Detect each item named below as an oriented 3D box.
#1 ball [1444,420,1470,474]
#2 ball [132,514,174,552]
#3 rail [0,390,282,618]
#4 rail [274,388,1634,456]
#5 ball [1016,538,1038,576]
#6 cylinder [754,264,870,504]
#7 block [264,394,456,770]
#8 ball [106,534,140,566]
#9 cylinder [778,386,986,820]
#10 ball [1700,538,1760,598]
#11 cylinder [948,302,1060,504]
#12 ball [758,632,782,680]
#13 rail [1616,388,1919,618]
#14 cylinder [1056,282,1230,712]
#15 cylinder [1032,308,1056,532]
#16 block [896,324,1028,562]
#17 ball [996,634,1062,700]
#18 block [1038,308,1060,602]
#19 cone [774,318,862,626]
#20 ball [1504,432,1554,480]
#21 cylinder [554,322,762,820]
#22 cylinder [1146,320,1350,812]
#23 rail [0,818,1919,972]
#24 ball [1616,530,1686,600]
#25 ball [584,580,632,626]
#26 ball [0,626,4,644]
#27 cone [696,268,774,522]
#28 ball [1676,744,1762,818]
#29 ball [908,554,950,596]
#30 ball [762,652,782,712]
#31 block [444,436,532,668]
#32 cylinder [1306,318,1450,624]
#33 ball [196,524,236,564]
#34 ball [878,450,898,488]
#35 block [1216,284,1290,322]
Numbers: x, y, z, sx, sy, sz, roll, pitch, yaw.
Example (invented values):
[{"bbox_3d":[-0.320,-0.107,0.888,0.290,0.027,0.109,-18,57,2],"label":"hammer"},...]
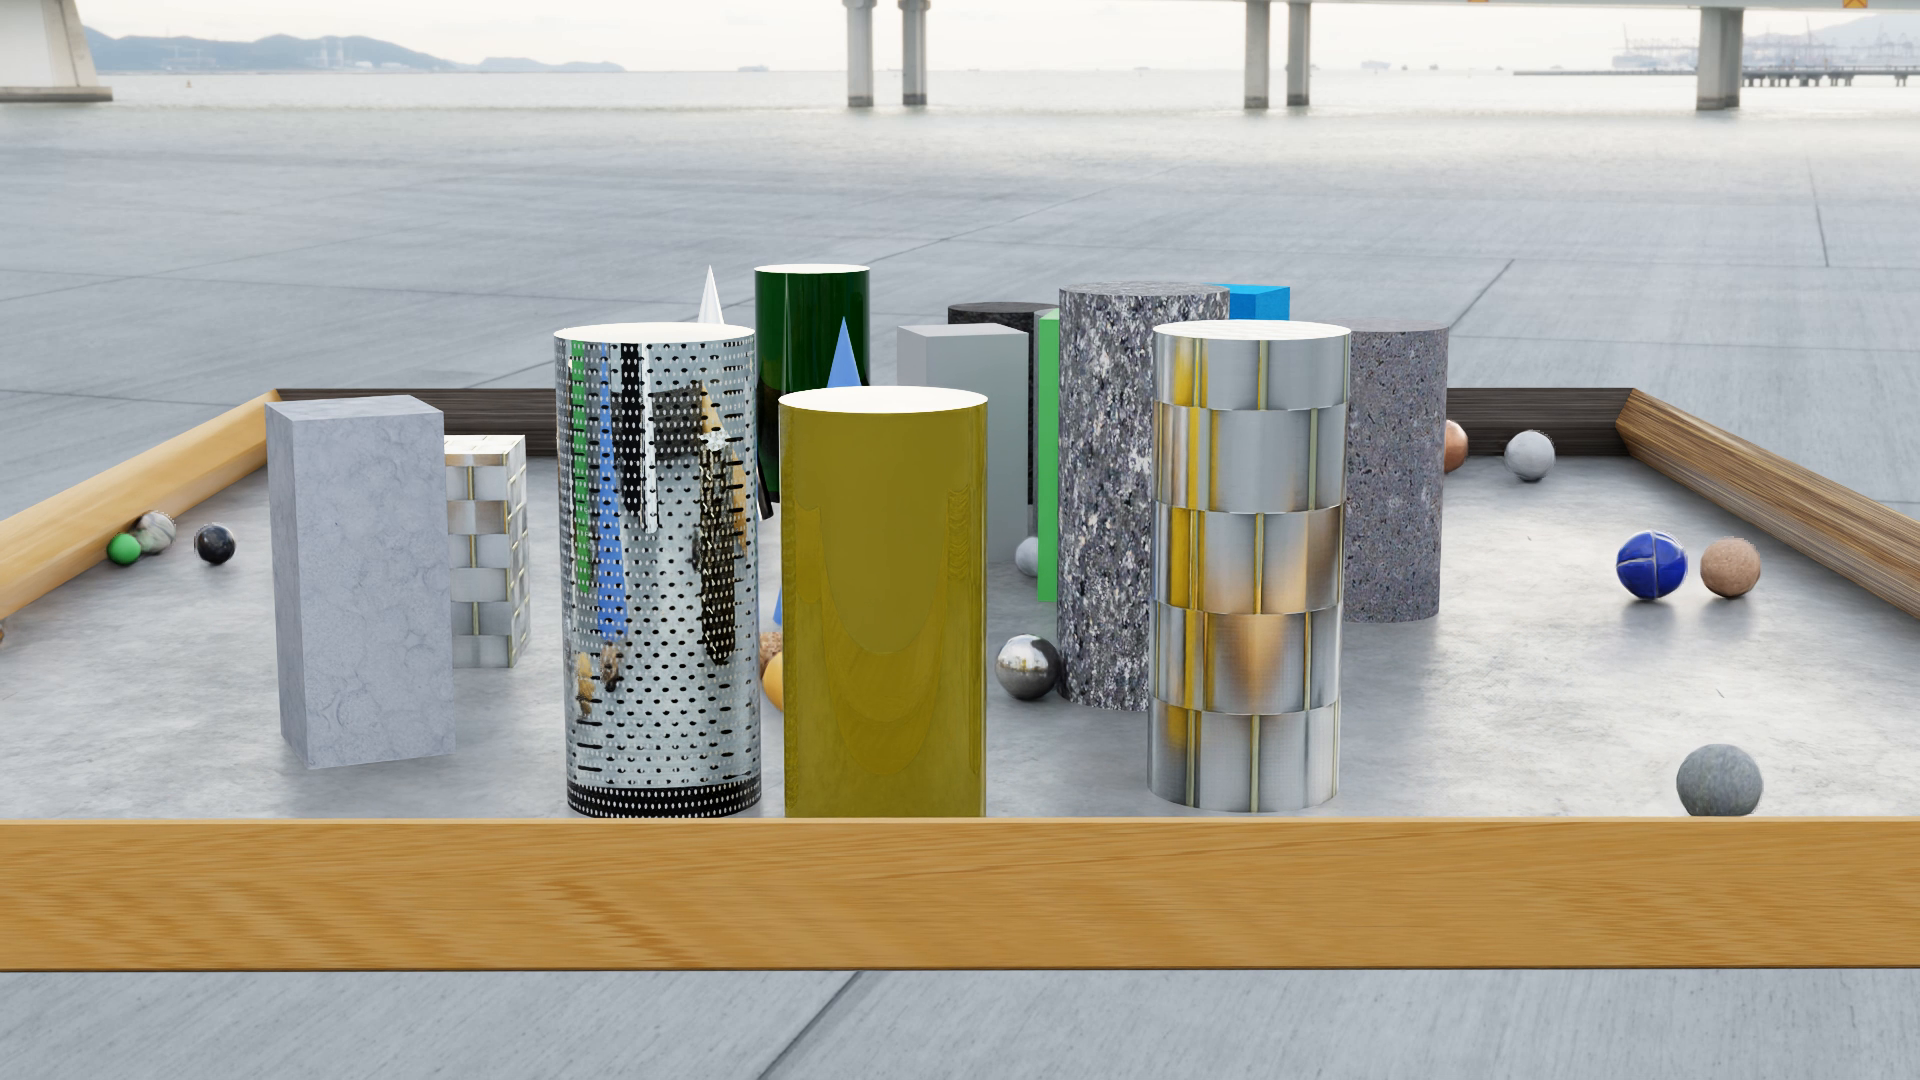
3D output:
[{"bbox_3d":[0.866,-0.168,4.613,0.097,0.097,0.097,0,11,0],"label":"ball"},{"bbox_3d":[-1.216,-0.011,3.868,0.059,0.059,0.059,0,11,0],"label":"ball"},{"bbox_3d":[-1.252,0.034,3.442,0.045,0.127,2.793,0,11,0],"label":"rail"},{"bbox_3d":[-0.008,-0.218,4.799,2.551,0.127,0.045,0,11,0],"label":"rail"},{"bbox_3d":[0.109,0.024,3.693,0.056,0.056,0.056,0,11,0],"label":"ball"},{"bbox_3d":[-0.249,-0.267,4.352,0.195,0.387,0.195,0,11,0],"label":"cylinder"},{"bbox_3d":[-0.643,0.040,2.751,0.156,0.368,0.156,-5,12,-25],"label":"block"},{"bbox_3d":[-1.229,0.015,3.770,0.047,0.047,0.047,0,11,0],"label":"ball"},{"bbox_3d":[-0.072,0.074,2.433,0.195,0.418,0.195,0,11,0],"label":"cylinder"},{"bbox_3d":[1.064,0.039,3.545,0.081,0.081,0.081,0,11,0],"label":"ball"},{"bbox_3d":[0.077,-0.234,4.355,0.195,0.323,0.195,0,11,0],"label":"cylinder"},{"bbox_3d":[-0.225,0.139,3.058,0.061,0.061,0.061,0,11,0],"label":"ball"},{"bbox_3d":[1.252,0.031,3.456,0.045,0.127,2.793,0,11,0],"label":"rail"},{"bbox_3d":[0.211,-0.055,2.978,0.195,0.473,0.195,0,11,0],"label":"cylinder"},{"bbox_3d":[0.213,-0.186,4.041,0.195,0.343,0.195,0,11,0],"label":"cylinder"},{"bbox_3d":[0.003,-0.146,3.835,0.156,0.338,0.156,-3,11,-17],"label":"block"},{"bbox_3d":[0.080,0.147,2.979,0.076,0.076,0.076,0,11,0],"label":"ball"},{"bbox_3d":[0.198,-0.118,3.552,0.156,0.388,0.156,2,11,10],"label":"block"},{"bbox_3d":[-0.152,-0.095,3.383,0.195,0.403,0.195,0,11,0],"label":"cone"},{"bbox_3d":[1.009,-0.150,4.546,0.086,0.086,0.086,0,11,0],"label":"ball"},{"bbox_3d":[-0.297,0.028,2.543,0.195,0.468,0.195,0,11,0],"label":"cylinder"},{"bbox_3d":[0.288,0.021,2.581,0.195,0.467,0.195,0,11,0],"label":"cylinder"},{"bbox_3d":[0.008,0.283,2.099,2.551,0.127,0.045,0,11,0],"label":"rail"},{"bbox_3d":[0.951,0.034,3.533,0.095,0.095,0.095,0,11,0],"label":"ball"},{"bbox_3d":[-0.462,0.083,3.369,0.061,0.061,0.061,0,11,0],"label":"ball"},{"bbox_3d":[-1.219,0.118,3.194,0.053,0.053,0.053,0,11,0],"label":"ball"},{"bbox_3d":[-0.402,-0.242,4.161,0.195,0.409,0.195,0,11,0],"label":"cone"},{"bbox_3d":[0.735,0.237,2.483,0.080,0.080,0.080,0,11,0],"label":"ball"},{"bbox_3d":[-0.044,0.048,3.551,0.061,0.061,0.061,0,11,0],"label":"ball"},{"bbox_3d":[-0.185,0.160,2.905,0.076,0.076,0.076,0,11,0],"label":"ball"},{"bbox_3d":[-0.625,0.012,3.184,0.156,0.265,0.156,0,11,-1],"label":"block"},{"bbox_3d":[0.551,-0.097,3.447,0.195,0.385,0.195,0,11,0],"label":"cylinder"},{"bbox_3d":[-1.097,0.007,3.783,0.058,0.058,0.058,0,11,0],"label":"ball"},{"bbox_3d":[-0.124,-0.123,4.458,0.067,0.067,0.067,0,11,0],"label":"ball"},{"bbox_3d":[0.436,-0.228,4.203,0.156,0.367,0.156,5,12,27],"label":"block"}]
